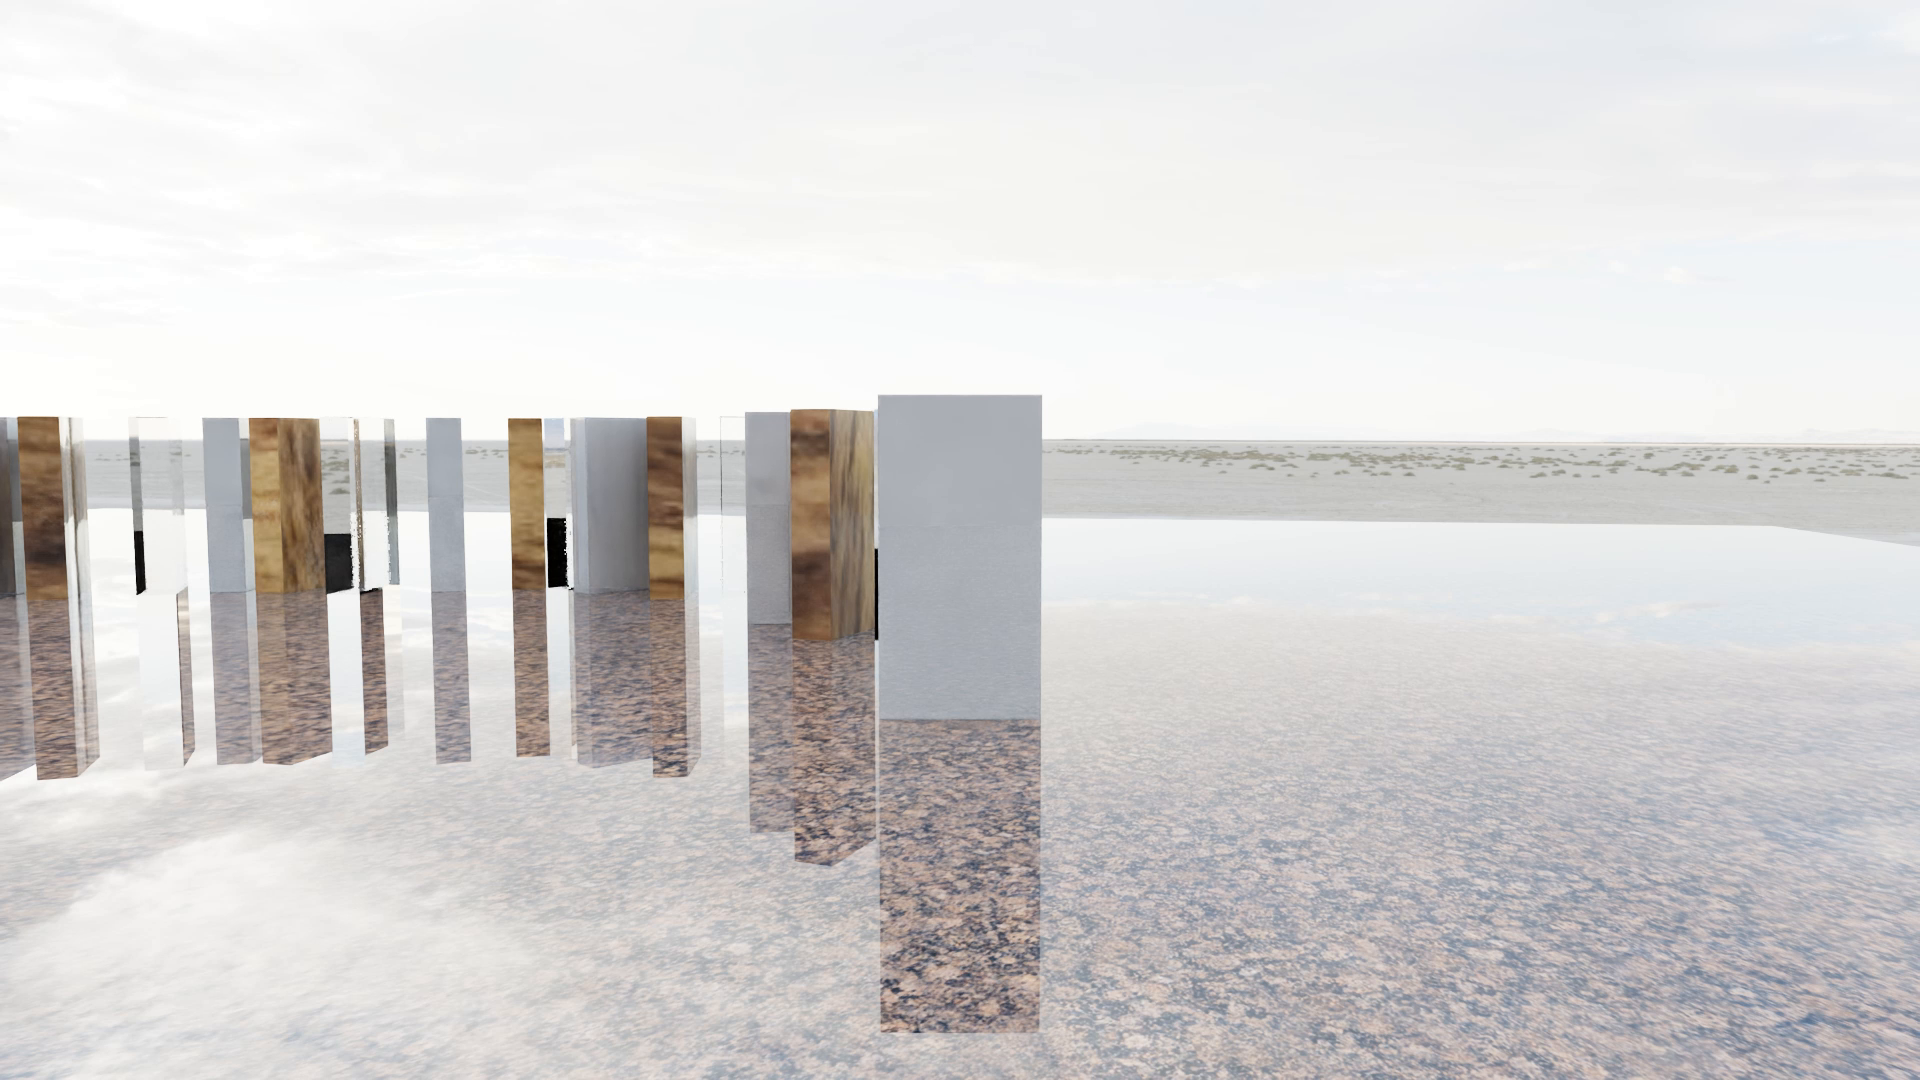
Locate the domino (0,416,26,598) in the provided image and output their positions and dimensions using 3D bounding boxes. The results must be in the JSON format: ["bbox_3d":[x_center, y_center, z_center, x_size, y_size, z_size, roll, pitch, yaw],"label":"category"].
[{"bbox_3d":[-0.270,-0.009,0.356,0.010,0.050,0.025,-1,4,-12],"label":"domino"}]

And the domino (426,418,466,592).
[{"bbox_3d":[-0.152,-0.011,0.378,0.010,0.050,0.025,-2,5,-22],"label":"domino"}]

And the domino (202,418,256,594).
[{"bbox_3d":[-0.212,-0.011,0.377,0.010,0.050,0.025,-1,4,-13],"label":"domino"}]

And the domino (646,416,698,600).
[{"bbox_3d":[-0.081,-0.010,0.363,0.010,0.050,0.025,0,4,-3],"label":"domino"}]

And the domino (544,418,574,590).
[{"bbox_3d":[-0.110,-0.011,0.384,0.010,0.050,0.025,3,5,36],"label":"domino"}]

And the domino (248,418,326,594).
[{"bbox_3d":[-0.194,-0.011,0.377,0.009,0.050,0.025,1,4,13],"label":"domino"}]

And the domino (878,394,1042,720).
[{"bbox_3d":[0.000,0.002,0.201,0.025,0.050,0.010,0,4,0],"label":"domino"}]

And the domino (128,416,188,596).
[{"bbox_3d":[-0.231,-0.010,0.370,0.009,0.050,0.025,-2,5,-24],"label":"domino"}]

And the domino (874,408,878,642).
[{"bbox_3d":[-0.005,-0.003,0.279,0.025,0.050,0.010,-3,5,-35],"label":"domino"}]

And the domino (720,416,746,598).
[{"bbox_3d":[-0.063,-0.010,0.366,0.010,0.050,0.025,-1,4,-10],"label":"domino"}]

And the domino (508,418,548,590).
[{"bbox_3d":[-0.130,-0.011,0.386,0.010,0.050,0.025,-1,4,-15],"label":"domino"}]

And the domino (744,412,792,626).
[{"bbox_3d":[-0.038,-0.005,0.306,0.025,0.050,0.010,-1,4,-9],"label":"domino"}]

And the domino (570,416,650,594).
[{"bbox_3d":[-0.099,-0.010,0.372,0.025,0.050,0.009,-4,6,-42],"label":"domino"}]

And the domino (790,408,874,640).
[{"bbox_3d":[-0.028,-0.004,0.289,0.010,0.050,0.025,2,5,22],"label":"domino"}]

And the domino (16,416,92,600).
[{"bbox_3d":[-0.254,-0.009,0.360,0.009,0.050,0.025,-2,5,-22],"label":"domino"}]

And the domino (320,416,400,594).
[{"bbox_3d":[-0.174,-0.010,0.373,0.010,0.050,0.025,0,4,1],"label":"domino"}]
